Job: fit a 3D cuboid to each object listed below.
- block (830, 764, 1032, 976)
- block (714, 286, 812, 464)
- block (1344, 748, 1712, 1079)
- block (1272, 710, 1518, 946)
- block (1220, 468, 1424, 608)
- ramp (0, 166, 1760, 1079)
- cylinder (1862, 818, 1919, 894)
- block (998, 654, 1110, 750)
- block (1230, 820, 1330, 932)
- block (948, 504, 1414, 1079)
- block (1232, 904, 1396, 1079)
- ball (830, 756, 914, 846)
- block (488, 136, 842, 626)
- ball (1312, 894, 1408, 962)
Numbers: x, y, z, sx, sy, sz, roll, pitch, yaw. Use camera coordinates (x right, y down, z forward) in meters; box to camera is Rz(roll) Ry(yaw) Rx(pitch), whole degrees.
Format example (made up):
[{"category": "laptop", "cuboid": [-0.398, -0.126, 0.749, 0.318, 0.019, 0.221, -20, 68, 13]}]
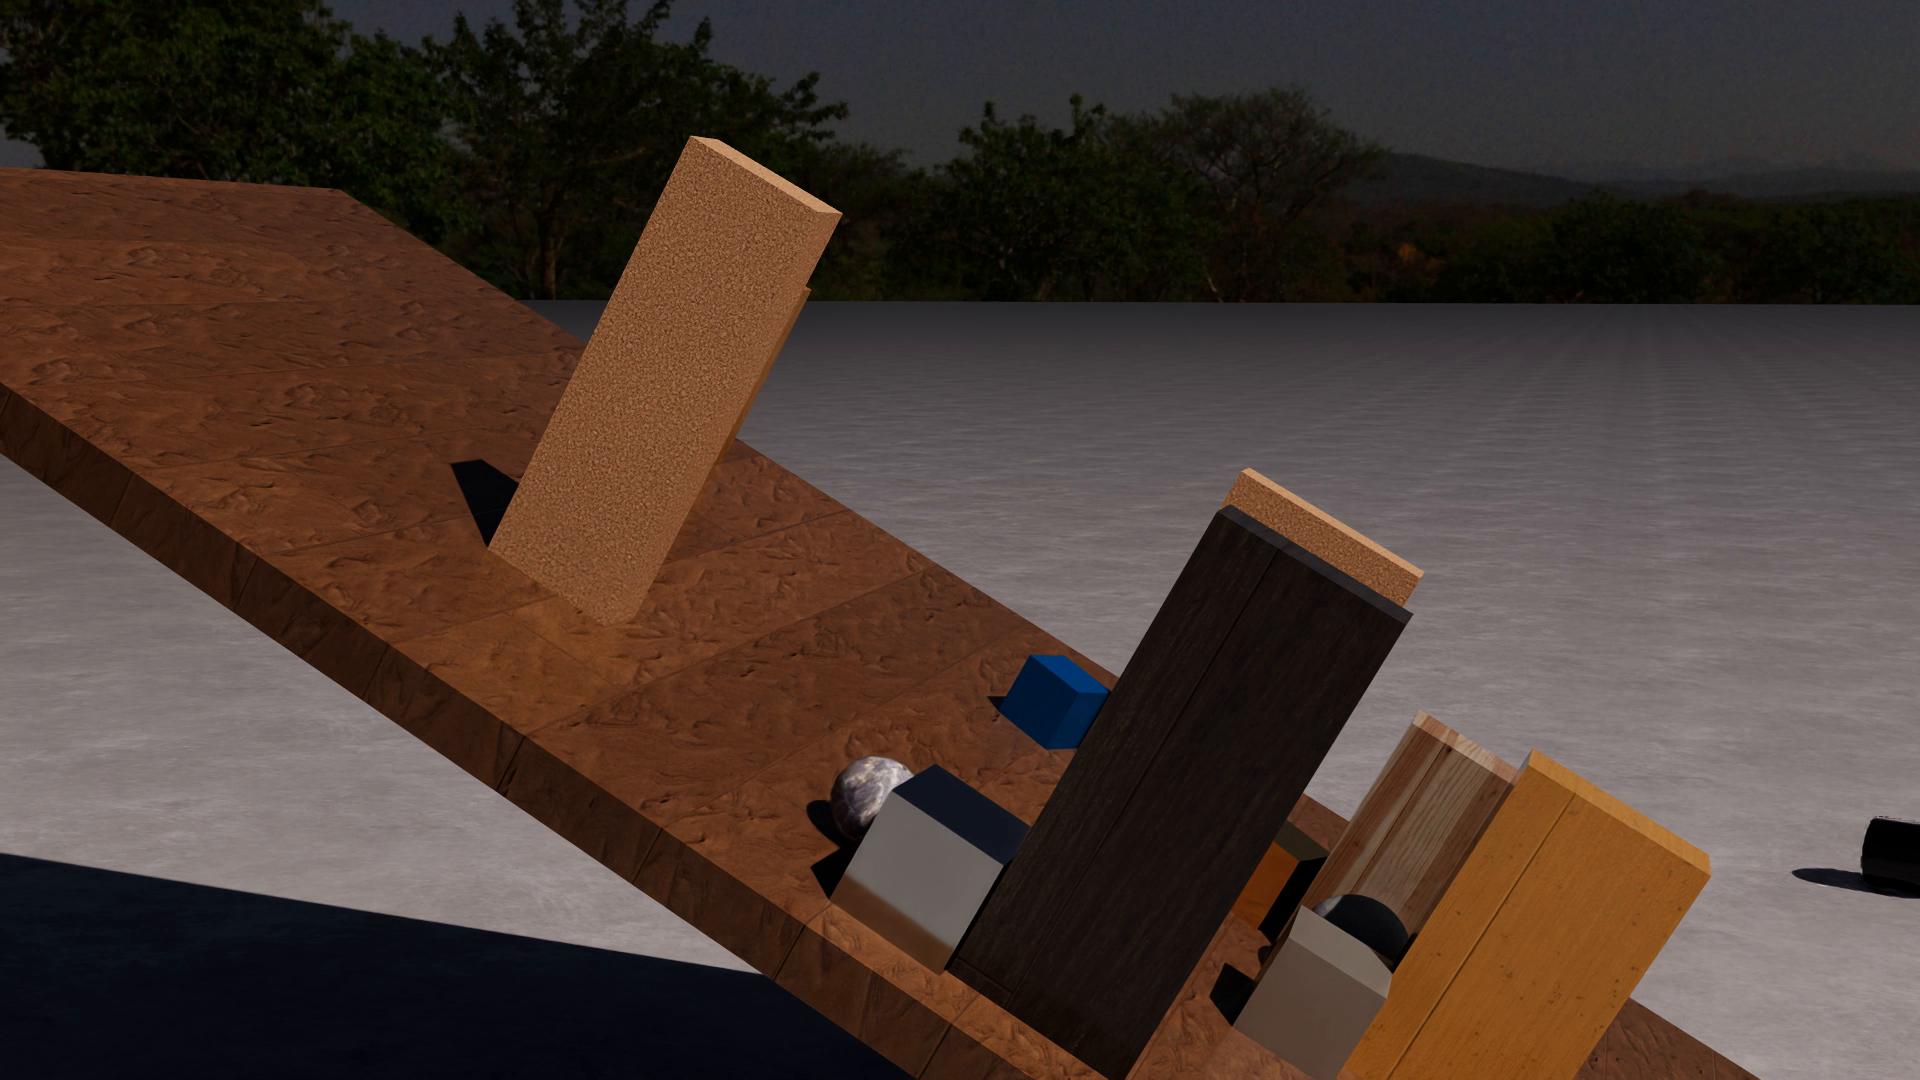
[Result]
[{"category": "block", "cuboid": [-0.034, 0.486, 3.270, 0.197, 0.197, 0.197, 32, 15, 13]}, {"category": "block", "cuboid": [-0.559, -0.428, 4.906, 0.265, 0.446, 0.103, 32, 15, 11]}, {"category": "block", "cuboid": [0.914, 0.684, 3.587, 0.322, 0.595, 0.133, 32, 15, 11]}, {"category": "block", "cuboid": [0.857, 0.618, 3.928, 0.387, 0.484, 0.131, 32, 15, 11]}, {"category": "block", "cuboid": [0.568, 0.242, 4.328, 0.395, 0.653, 0.090, 32, 15, 11]}, {"category": "ramp", "cuboid": [-0.195, 0.321, 4.133, 4.000, 0.100, 2.000, 32, 15, 11]}, {"category": "cylinder", "cuboid": [2.851, 0.953, 6.616, 0.204, 0.204, 0.204, 6, 9, 40]}, {"category": "block", "cuboid": [0.190, 0.323, 4.383, 0.134, 0.134, 0.134, 37, 17, 30]}, {"category": "block", "cuboid": [0.561, 0.606, 4.070, 0.156, 0.156, 0.156, 37, 16, 29]}, {"category": "block", "cuboid": [0.306, 0.366, 3.128, 0.297, 0.789, 0.103, 32, 15, 11]}, {"category": "block", "cuboid": [0.579, 0.742, 3.591, 0.180, 0.180, 0.180, 31, 14, 9]}, {"category": "ball", "cuboid": [-0.131, 0.411, 3.444, 0.146, 0.146, 0.146, 0, 7, 0]}, {"category": "block", "cuboid": [-0.506, -0.264, 3.730, 0.255, 0.799, 0.116, 32, 15, 11]}, {"category": "ball", "cuboid": [0.681, 0.718, 3.819, 0.203, 0.203, 0.203, 0, 7, 0]}]
